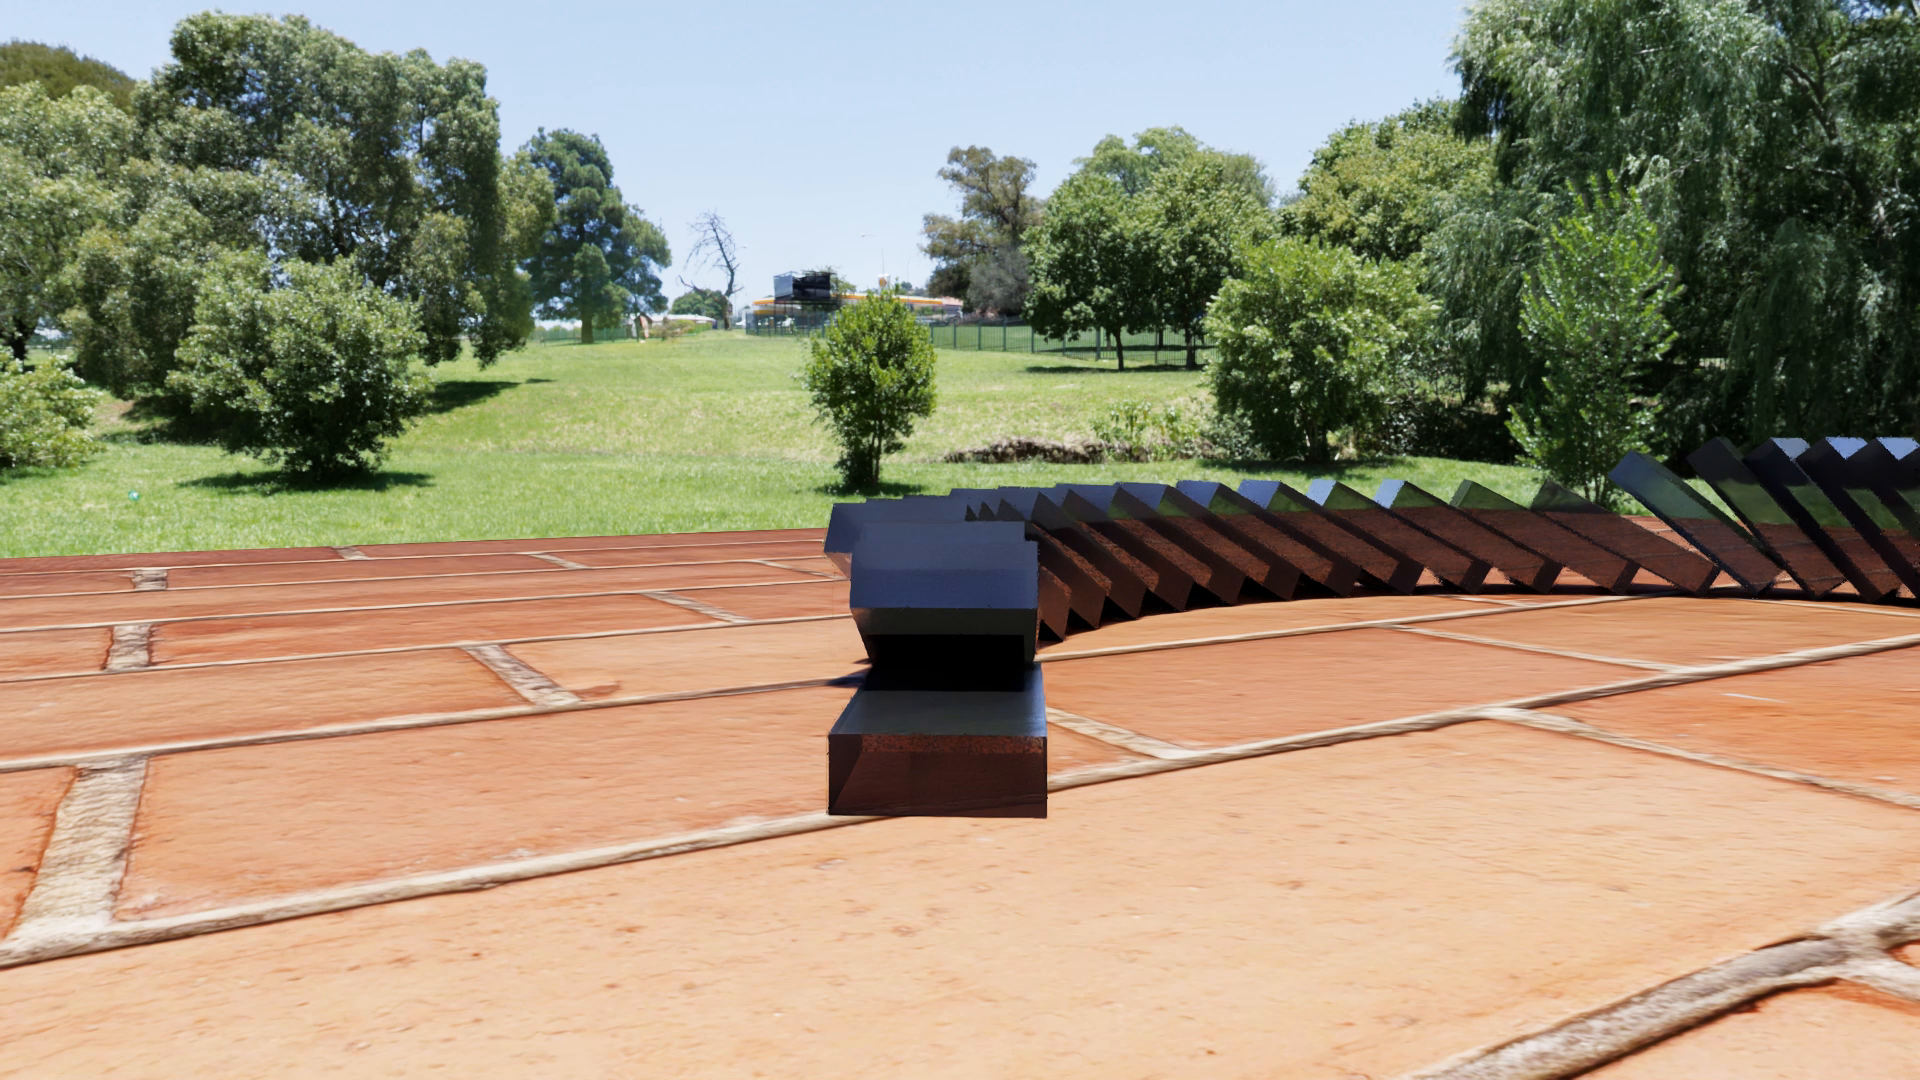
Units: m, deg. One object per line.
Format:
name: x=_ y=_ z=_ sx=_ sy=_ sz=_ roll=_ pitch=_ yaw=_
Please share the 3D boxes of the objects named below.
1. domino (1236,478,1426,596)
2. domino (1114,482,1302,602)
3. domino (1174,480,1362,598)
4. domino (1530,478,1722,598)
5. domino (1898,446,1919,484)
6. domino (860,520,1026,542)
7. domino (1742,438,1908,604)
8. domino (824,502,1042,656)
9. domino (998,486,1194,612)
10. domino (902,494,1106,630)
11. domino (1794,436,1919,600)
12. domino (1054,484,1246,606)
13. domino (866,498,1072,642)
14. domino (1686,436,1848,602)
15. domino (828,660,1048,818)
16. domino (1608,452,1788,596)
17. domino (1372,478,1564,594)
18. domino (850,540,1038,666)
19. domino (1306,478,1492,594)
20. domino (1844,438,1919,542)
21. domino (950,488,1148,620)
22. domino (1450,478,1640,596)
domino: x=0.104 y=-0.001 z=0.366 sx=0.050 sy=0.009 sz=0.025 roll=28 pitch=-2 yaw=-12
domino: x=0.065 y=0.000 z=0.348 sx=0.050 sy=0.009 sz=0.025 roll=30 pitch=-9 yaw=-24
domino: x=0.084 y=-0.001 z=0.359 sx=0.050 sy=0.010 sz=0.025 roll=29 pitch=-4 yaw=-16
domino: x=0.191 y=-0.001 z=0.371 sx=0.050 sy=0.009 sz=0.025 roll=32 pitch=16 yaw=19
domino: x=0.266 y=-0.004 z=0.326 sx=0.025 sy=0.050 sz=0.009 roll=-3 pitch=-35 yaw=-36
domino: x=-0.001 y=0.011 z=0.217 sx=0.025 sy=0.010 sz=0.050 roll=0 pitch=-22 yaw=4
domino: x=0.243 y=-0.006 z=0.357 sx=0.025 sy=0.050 sz=0.010 roll=-4 pitch=-35 yaw=-40
domino: x=-0.004 y=0.008 z=0.241 sx=0.025 sy=0.009 sz=0.050 roll=1 pitch=-24 yaw=20
domino: x=0.033 y=0.002 z=0.320 sx=0.050 sy=0.009 sz=0.025 roll=32 pitch=-16 yaw=-35
domino: x=0.010 y=0.005 z=0.283 sx=0.025 sy=0.010 sz=0.050 roll=3 pitch=-23 yaw=35
domino: x=0.252 y=-0.006 z=0.347 sx=0.025 sy=0.050 sz=0.010 roll=-2 pitch=-36 yaw=-35
domino: x=0.048 y=0.001 z=0.335 sx=0.050 sy=0.010 sz=0.025 roll=31 pitch=-13 yaw=-31
domino: x=0.002 y=0.007 z=0.262 sx=0.025 sy=0.010 sz=0.050 roll=2 pitch=-23 yaw=27
domino: x=0.228 y=-0.007 z=0.362 sx=0.009 sy=0.050 sz=0.025 roll=-44 pitch=-22 yaw=31
domino: x=-0.001 y=0.025 z=0.171 sx=0.025 sy=0.009 sz=0.050 roll=0 pitch=4 yaw=3
domino: x=0.213 y=-0.005 z=0.369 sx=0.025 sy=0.009 sz=0.050 roll=-1 pitch=44 yaw=-51
domino: x=0.147 y=-0.002 z=0.374 sx=0.050 sy=0.009 sz=0.025 roll=29 pitch=6 yaw=3
domino: x=-0.001 y=0.013 z=0.195 sx=0.025 sy=0.009 sz=0.050 roll=0 pitch=-20 yaw=2
domino: x=0.126 y=-0.002 z=0.373 sx=0.050 sy=0.010 sz=0.025 roll=29 pitch=5 yaw=-1
domino: x=0.259 y=-0.005 z=0.336 sx=0.025 sy=0.050 sz=0.010 roll=-3 pitch=-35 yaw=-36
domino: x=0.020 y=0.004 z=0.302 sx=0.025 sy=0.009 sz=0.050 roll=4 pitch=-23 yaw=41
domino: x=0.169 y=-0.001 z=0.375 sx=0.050 sy=0.010 sz=0.025 roll=30 pitch=11 yaw=12
